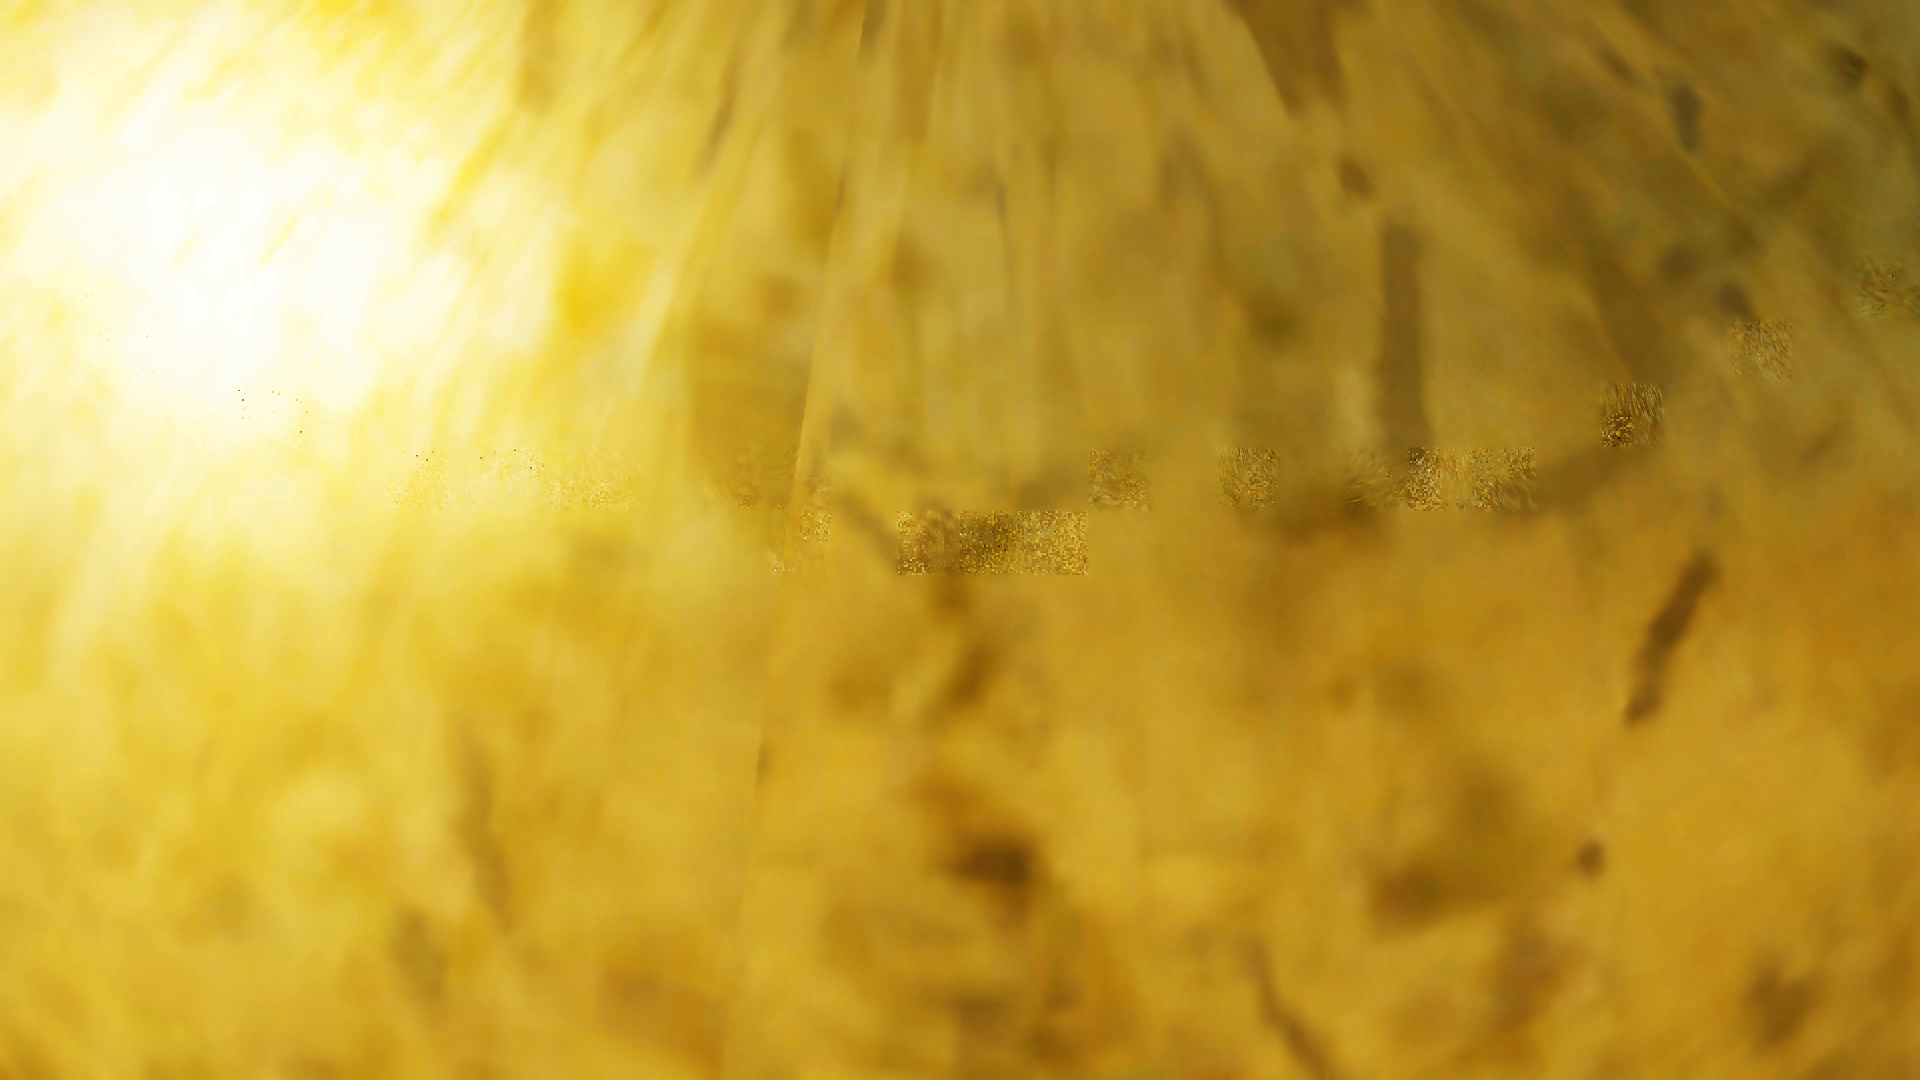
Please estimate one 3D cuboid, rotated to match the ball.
[{"bbox_3d":[0.000,-0.002,0.056,0.080,0.080,0.080,0,4,0],"label":"ball"}]
